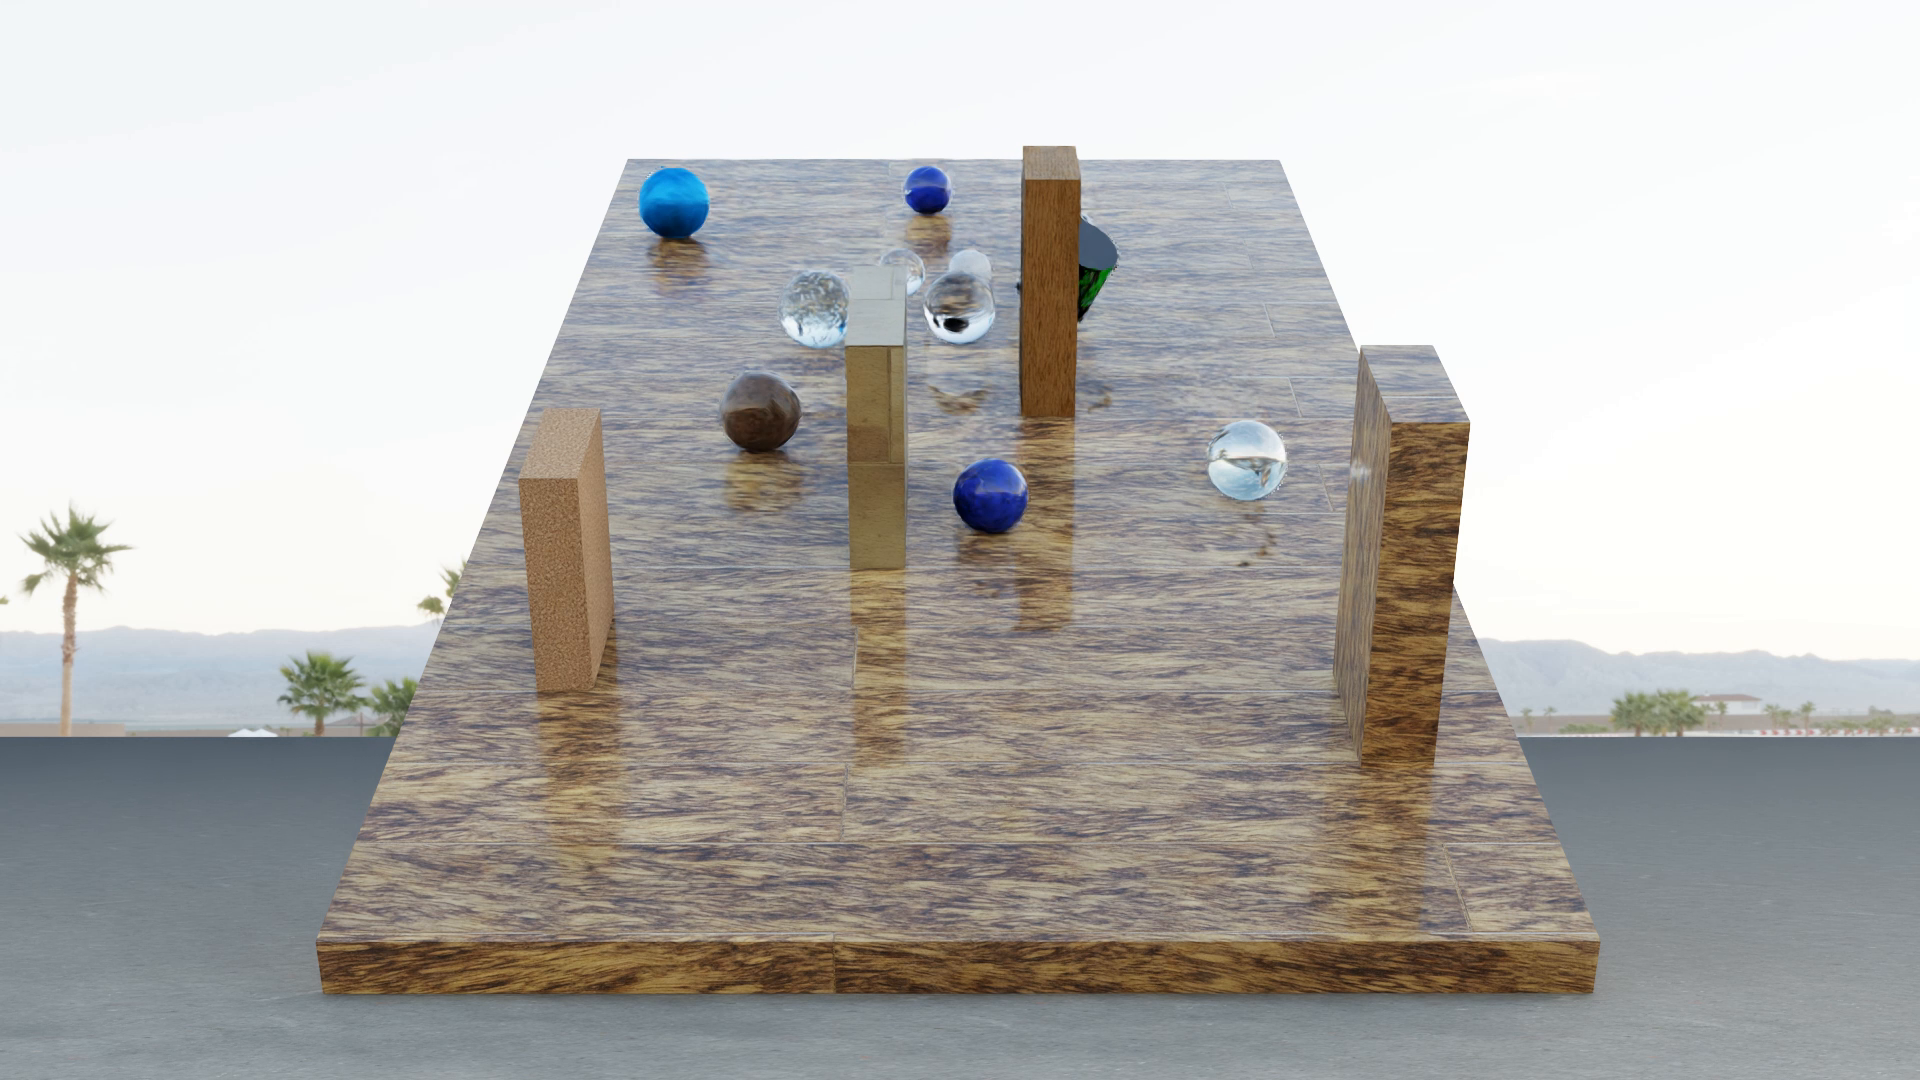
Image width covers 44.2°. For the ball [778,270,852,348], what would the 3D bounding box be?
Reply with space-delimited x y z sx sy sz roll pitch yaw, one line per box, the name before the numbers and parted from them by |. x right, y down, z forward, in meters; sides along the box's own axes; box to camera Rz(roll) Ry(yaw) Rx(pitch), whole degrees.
ball | -0.351 -0.571 5.847 0.193 0.193 0.193 0 -5 0

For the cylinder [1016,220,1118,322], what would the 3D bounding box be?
cylinder | 0.269 -0.677 5.956 0.193 0.193 0.193 3 -43 -30

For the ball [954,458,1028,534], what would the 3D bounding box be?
ball | 0.064 -0.092 4.935 0.157 0.157 0.157 0 -5 0

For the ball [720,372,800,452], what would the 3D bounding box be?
ball | -0.447 -0.287 5.294 0.181 0.181 0.181 0 -5 0

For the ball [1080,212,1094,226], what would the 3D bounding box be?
ball | 0.291 -0.820 6.391 0.153 0.153 0.153 0 -5 0

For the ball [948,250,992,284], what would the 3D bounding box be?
ball | 0.026 -0.705 6.205 0.113 0.113 0.113 0 -5 0

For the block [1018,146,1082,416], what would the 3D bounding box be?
block | 0.206 -0.600 5.485 0.124 0.573 0.254 0 27 0

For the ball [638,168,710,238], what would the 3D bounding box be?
ball | -0.794 -0.935 6.566 0.197 0.197 0.197 0 -5 0

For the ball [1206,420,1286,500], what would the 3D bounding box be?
ball | 0.615 -0.171 5.079 0.172 0.172 0.172 0 -5 0

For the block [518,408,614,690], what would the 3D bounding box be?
block | -0.730 0.014 4.415 0.104 0.431 0.312 0 27 0

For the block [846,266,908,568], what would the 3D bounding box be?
block | -0.168 -0.260 4.903 0.112 0.486 0.445 0 27 0

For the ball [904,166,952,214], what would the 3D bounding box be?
ball | -0.092 -1.001 6.764 0.140 0.140 0.140 0 -5 0

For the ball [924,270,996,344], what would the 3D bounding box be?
ball | 0.000 -0.578 5.876 0.181 0.181 0.181 0 -5 0

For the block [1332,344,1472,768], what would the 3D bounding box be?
block | 0.764 0.029 4.138 0.128 0.660 0.337 0 27 0

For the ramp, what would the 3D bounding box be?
ramp | -0.010 -0.227 5.491 2.000 0.100 4.000 0 27 0

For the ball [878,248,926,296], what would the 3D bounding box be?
ball | -0.155 -0.696 6.171 0.128 0.128 0.128 0 -5 0
